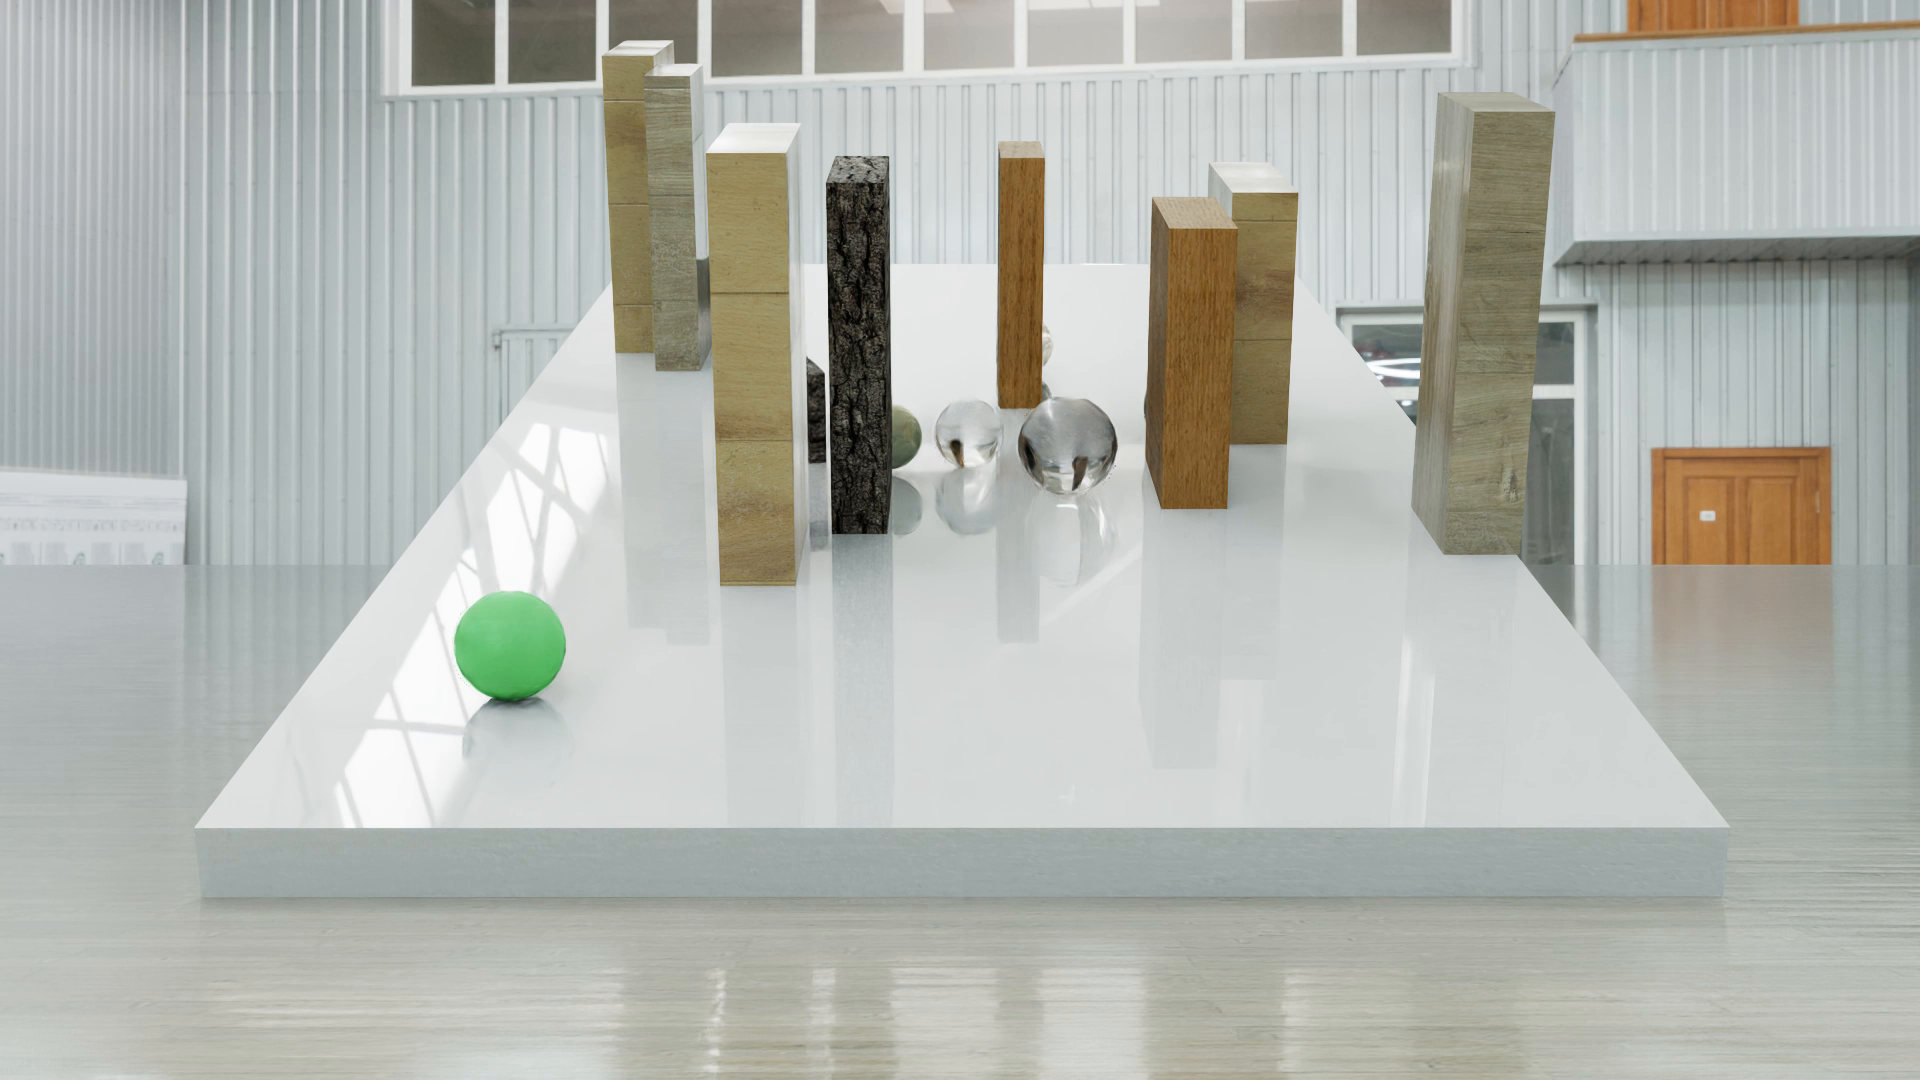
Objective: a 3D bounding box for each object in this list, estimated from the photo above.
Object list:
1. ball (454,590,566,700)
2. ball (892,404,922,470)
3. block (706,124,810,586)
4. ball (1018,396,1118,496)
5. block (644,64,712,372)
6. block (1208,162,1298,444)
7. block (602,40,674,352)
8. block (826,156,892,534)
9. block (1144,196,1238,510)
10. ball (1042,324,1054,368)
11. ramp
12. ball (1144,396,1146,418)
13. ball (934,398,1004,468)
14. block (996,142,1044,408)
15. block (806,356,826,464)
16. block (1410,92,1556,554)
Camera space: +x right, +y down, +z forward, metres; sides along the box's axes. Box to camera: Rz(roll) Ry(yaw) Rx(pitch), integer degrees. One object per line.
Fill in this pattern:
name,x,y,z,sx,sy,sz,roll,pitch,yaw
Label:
ball,-0.669,0.157,3.317,0.164,0.164,0.164,0,0,0
ball,-0.143,-0.208,4.493,0.133,0.133,0.133,0,0,0
block,-0.348,-0.333,3.909,0.130,0.741,0.390,0,18,0
ball,0.210,-0.185,4.350,0.195,0.195,0.195,0,0,0
block,-0.679,-0.783,5.402,0.107,0.700,0.283,0,18,0
block,0.626,-0.525,4.864,0.136,0.534,0.444,0,18,0
block,-0.798,-0.875,5.647,0.124,0.727,0.410,0,18,0
block,-0.186,-0.372,4.189,0.103,0.648,0.347,0,18,0
block,0.449,-0.374,4.376,0.126,0.541,0.379,0,18,0
ball,0.154,-0.465,5.333,0.138,0.138,0.138,0,0,0
ramp,-0.003,-0.181,4.825,2.000,0.100,4.000,0,18,0
ball,0.471,-0.280,4.694,0.169,0.169,0.169,0,0,0
ball,0.018,-0.217,4.538,0.142,0.142,0.142,0,0,0
block,0.136,-0.606,5.071,0.096,0.562,0.276,0,18,0
block,-0.393,-0.268,4.617,0.190,0.190,0.190,-5,18,-17
block,0.937,-0.394,4.031,0.137,0.788,0.299,0,18,0
